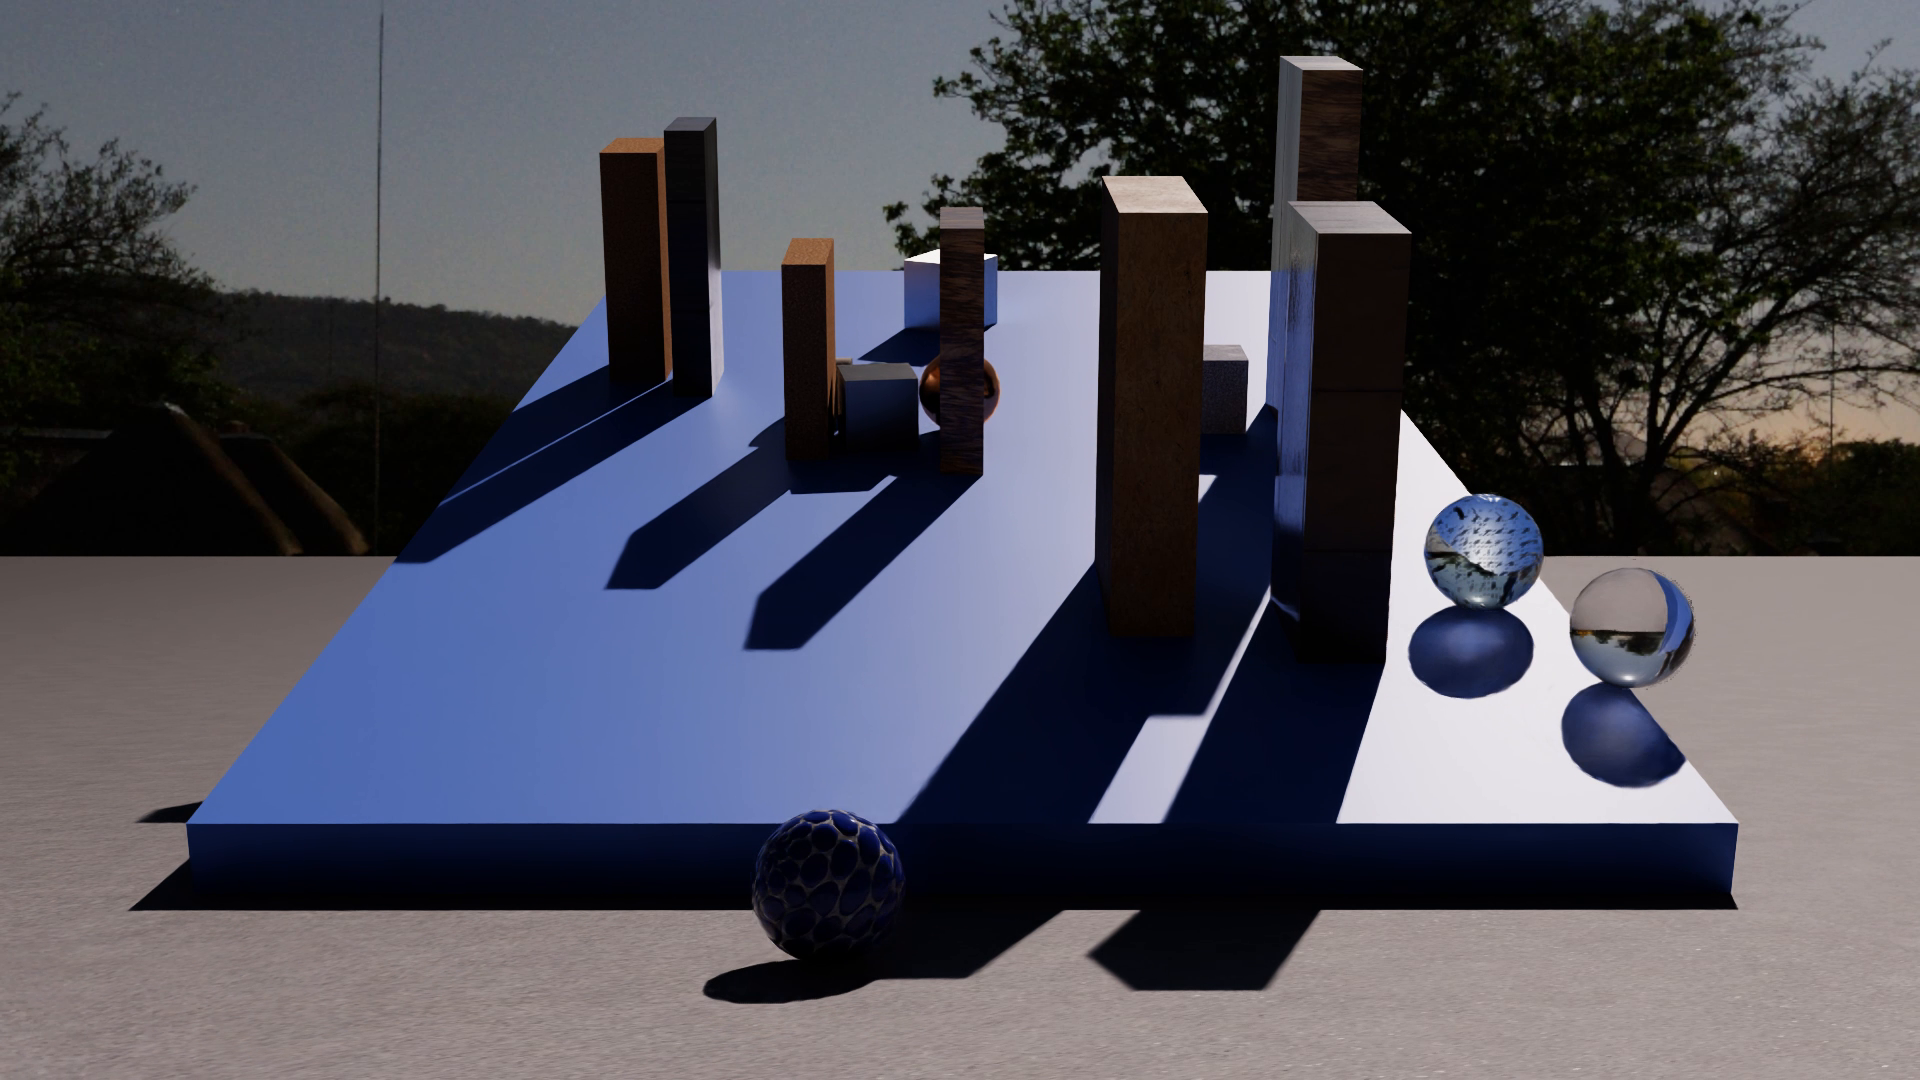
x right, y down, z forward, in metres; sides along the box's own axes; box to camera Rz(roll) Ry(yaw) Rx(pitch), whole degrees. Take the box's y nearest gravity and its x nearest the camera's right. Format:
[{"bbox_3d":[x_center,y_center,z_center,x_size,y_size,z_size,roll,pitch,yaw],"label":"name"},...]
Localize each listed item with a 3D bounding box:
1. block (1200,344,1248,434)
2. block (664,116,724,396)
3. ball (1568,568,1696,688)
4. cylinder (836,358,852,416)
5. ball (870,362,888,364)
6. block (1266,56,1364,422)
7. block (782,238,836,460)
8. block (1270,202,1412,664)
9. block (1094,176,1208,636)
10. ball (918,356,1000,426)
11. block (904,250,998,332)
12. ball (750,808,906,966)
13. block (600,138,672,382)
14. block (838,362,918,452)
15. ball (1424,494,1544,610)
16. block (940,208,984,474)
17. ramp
[{"bbox_3d":[0.537,-0.331,4.854,0.162,0.162,0.162,0,17,0],"label":"block"},{"bbox_3d":[-0.616,-0.660,5.164,0.090,0.607,0.271,0,17,0],"label":"block"},{"bbox_3d":[1.003,0.131,3.320,0.181,0.181,0.181,0,0,0],"label":"ball"},{"bbox_3d":[-0.305,-0.341,4.939,0.130,0.130,0.130,0,0,0],"label":"cylinder"},{"bbox_3d":[-0.177,-0.318,4.848,0.140,0.140,0.140,0,0,0],"label":"ball"},{"bbox_3d":[0.760,-0.636,4.805,0.124,0.775,0.327,0,17,0],"label":"block"},{"bbox_3d":[-0.316,-0.407,4.681,0.089,0.407,0.324,0,17,0],"label":"block"},{"bbox_3d":[0.590,-0.174,3.486,0.136,0.666,0.313,0,17,0],"label":"block"},{"bbox_3d":[0.306,-0.228,3.641,0.134,0.678,0.400,0,17,0],"label":"block"},{"bbox_3d":[0.000,-0.322,4.799,0.177,0.177,0.177,0,0,0],"label":"ball"},{"bbox_3d":[-0.024,-0.656,5.876,0.182,0.182,0.182,9,19,26],"label":"block"},{"bbox_3d":[-0.142,0.375,2.402,0.167,0.167,0.167,0,0,0],"label":"ball"},{"bbox_3d":[-0.765,-0.676,5.333,0.132,0.538,0.289,0,17,0],"label":"block"},{"bbox_3d":[-0.174,-0.281,4.704,0.153,0.153,0.153,-3,17,-9],"label":"block"},{"bbox_3d":[0.863,0.020,3.661,0.193,0.193,0.193,0,0,0],"label":"ball"},{"bbox_3d":[0.003,-0.410,4.537,0.087,0.498,0.274,0,17,0],"label":"block"},{"bbox_3d":[-0.003,-0.175,4.789,2.000,0.100,4.000,0,17,0],"label":"ramp"}]
